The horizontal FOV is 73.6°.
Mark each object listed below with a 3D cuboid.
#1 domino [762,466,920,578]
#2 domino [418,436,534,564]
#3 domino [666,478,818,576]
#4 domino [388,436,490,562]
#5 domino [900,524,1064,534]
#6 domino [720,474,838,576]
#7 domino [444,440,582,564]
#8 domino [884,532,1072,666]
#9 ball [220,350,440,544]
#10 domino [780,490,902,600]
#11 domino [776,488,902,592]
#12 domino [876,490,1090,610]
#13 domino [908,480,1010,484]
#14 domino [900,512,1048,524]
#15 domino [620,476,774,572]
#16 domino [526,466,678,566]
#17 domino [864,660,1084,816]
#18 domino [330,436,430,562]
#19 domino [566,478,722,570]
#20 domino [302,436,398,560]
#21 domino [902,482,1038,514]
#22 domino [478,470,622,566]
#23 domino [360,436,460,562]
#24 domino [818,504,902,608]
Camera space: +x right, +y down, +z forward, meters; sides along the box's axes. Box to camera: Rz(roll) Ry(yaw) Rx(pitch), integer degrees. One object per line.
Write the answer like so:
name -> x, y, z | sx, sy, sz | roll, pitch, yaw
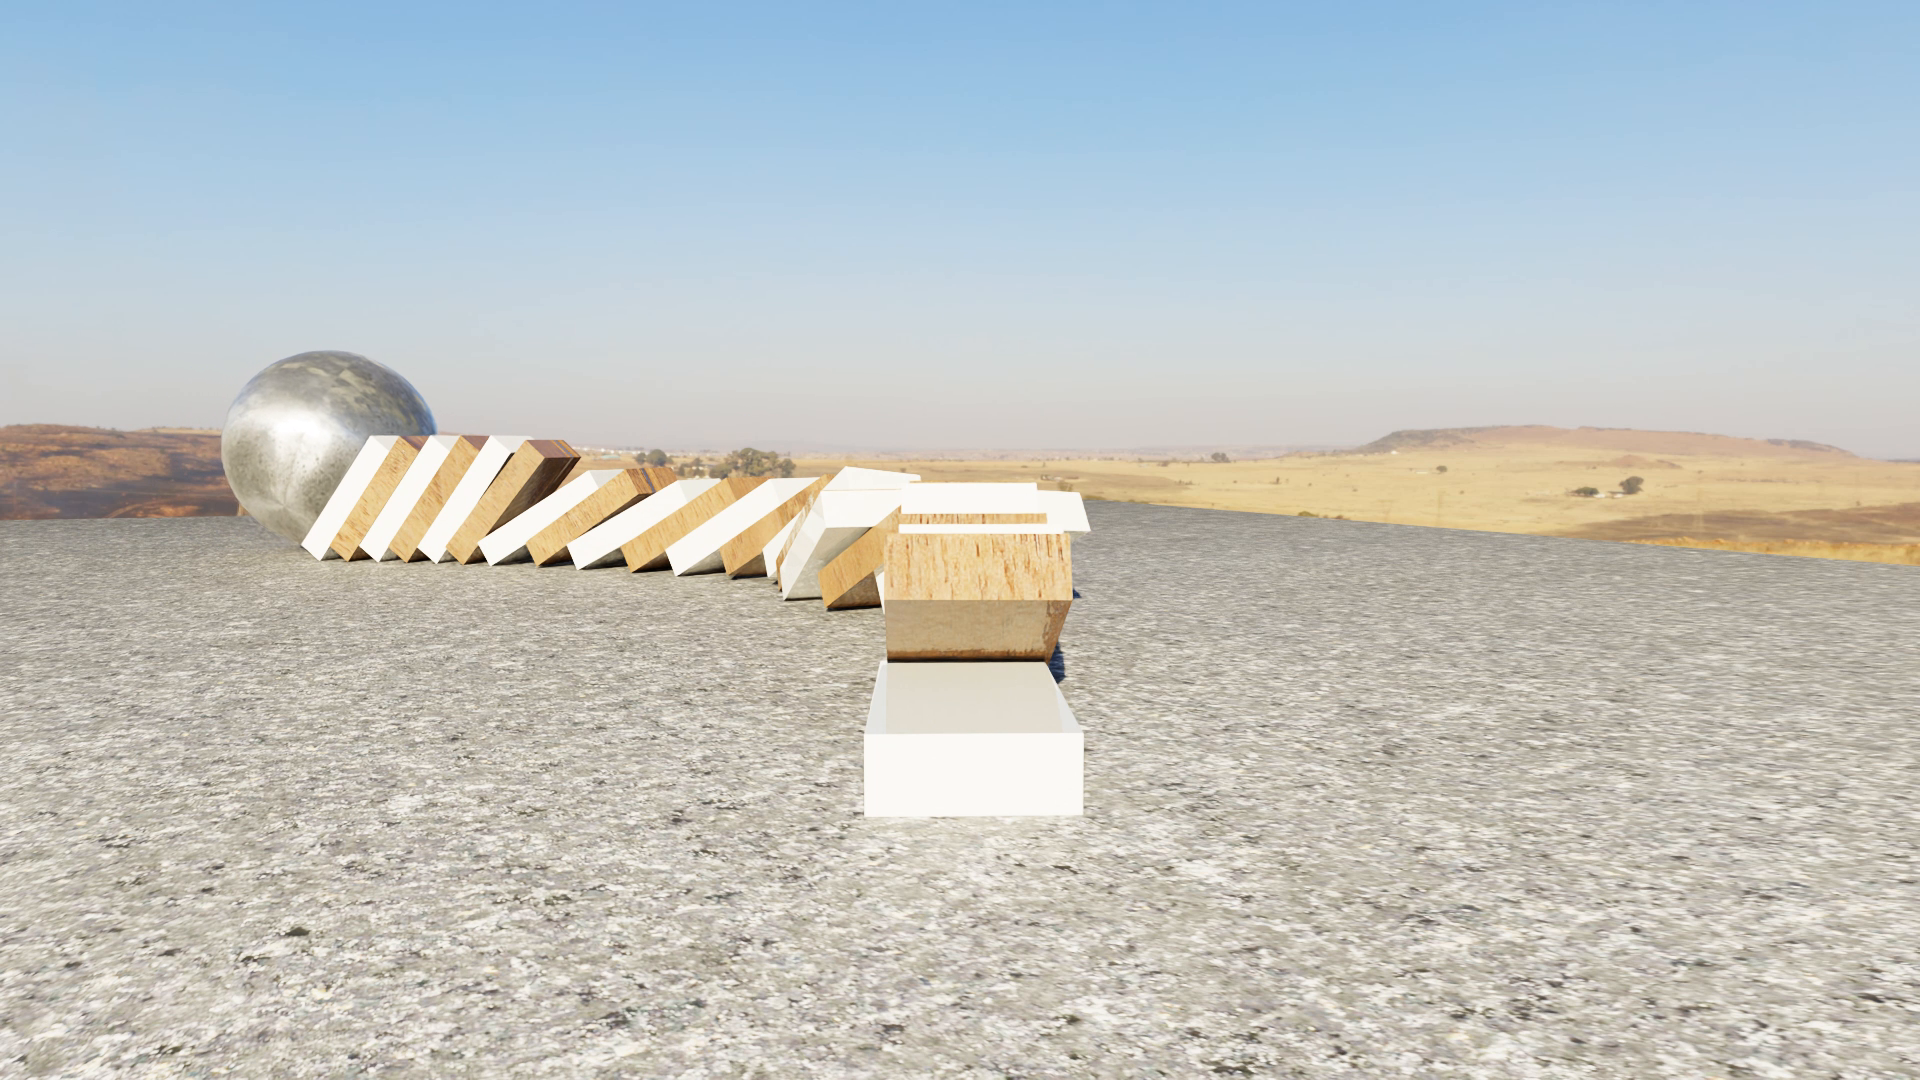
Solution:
domino -> -0.034, -0.004, 0.375 | 0.025, 0.009, 0.050 | 5, -30, -37
domino -> -0.172, -0.015, 0.464 | 0.009, 0.050, 0.025 | 39, 11, 8
domino -> -0.068, -0.004, 0.411 | 0.050, 0.009, 0.025 | -30, -12, 30
domino -> -0.184, -0.015, 0.466 | 0.009, 0.050, 0.025 | 39, 11, 8
domino -> 0.002, 0.011, 0.217 | 0.025, 0.009, 0.050 | 0, -21, -3
domino -> -0.048, -0.004, 0.396 | 0.050, 0.009, 0.025 | -31, -19, 33
domino -> -0.160, -0.014, 0.459 | 0.010, 0.050, 0.025 | 42, 12, 7
domino -> 0.001, 0.013, 0.194 | 0.025, 0.010, 0.050 | 0, -21, -2
ball -> -0.253, -0.036, 0.520 | 0.080, 0.080, 0.080 | 0, 4, 0
domino -> -0.029, 0.002, 0.333 | 0.025, 0.010, 0.050 | -2, -22, -21
domino -> -0.034, 0.001, 0.355 | 0.025, 0.010, 0.050 | -2, -22, -21
domino -> 0.004, 0.004, 0.300 | 0.025, 0.010, 0.050 | 1, -25, -37
domino -> 0.001, 0.004, 0.275 | 0.025, 0.010, 0.050 | 0, -28, -4
domino -> 0.001, 0.009, 0.238 | 0.025, 0.010, 0.050 | 0, -22, -3
domino -> -0.085, -0.005, 0.423 | 0.050, 0.009, 0.025 | -29, -10, 27
domino -> -0.123, -0.008, 0.443 | 0.050, 0.010, 0.025 | -31, -8, 22
domino -> 0.001, 0.025, 0.171 | 0.025, 0.010, 0.050 | 0, 4, -1
domino -> -0.207, -0.015, 0.471 | 0.010, 0.050, 0.025 | 39, 11, 8
domino -> -0.106, -0.005, 0.436 | 0.050, 0.009, 0.025 | -27, -6, 22
domino -> -0.219, -0.016, 0.474 | 0.009, 0.050, 0.025 | 39, 11, 8
domino -> 0.001, 0.006, 0.257 | 0.025, 0.010, 0.050 | 0, -28, -3
domino -> -0.142, -0.008, 0.454 | 0.050, 0.009, 0.025 | -30, -3, 13
domino -> -0.195, -0.015, 0.469 | 0.009, 0.050, 0.025 | 39, 11, 8
domino -> -0.012, 0.003, 0.315 | 0.025, 0.009, 0.050 | 0, -24, -37
